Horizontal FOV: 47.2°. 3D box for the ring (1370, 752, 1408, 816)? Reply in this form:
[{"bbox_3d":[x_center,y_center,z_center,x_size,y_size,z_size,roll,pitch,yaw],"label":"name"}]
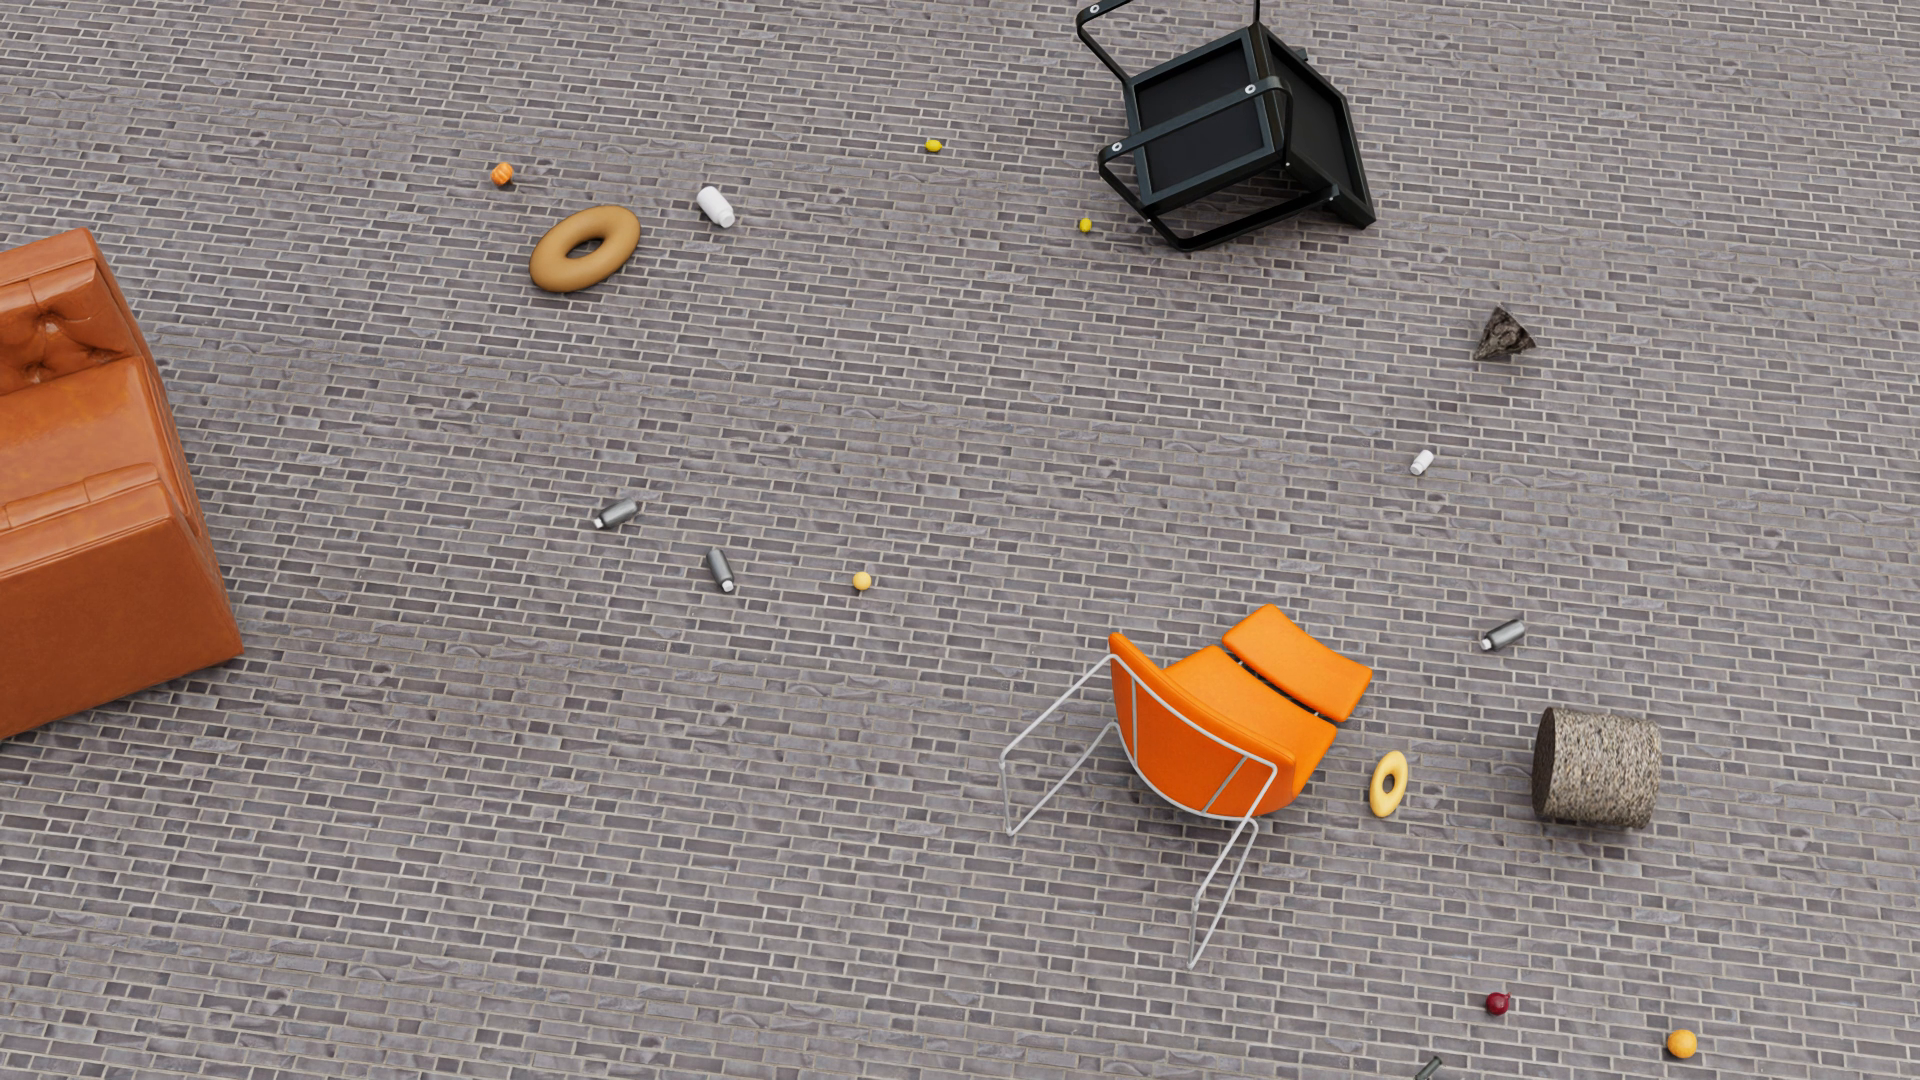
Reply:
[{"bbox_3d":[1.186,0.675,6.087,0.095,0.057,0.213,16,57,12],"label":"ring"}]

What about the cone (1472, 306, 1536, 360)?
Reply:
[{"bbox_3d":[1.685,-0.622,6.951,0.171,0.133,0.215,-38,42,3],"label":"cone"}]

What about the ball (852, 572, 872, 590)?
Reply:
[{"bbox_3d":[-0.288,0.120,6.460,0.055,0.055,0.055,0,56,0],"label":"ball"}]

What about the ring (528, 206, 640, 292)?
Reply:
[{"bbox_3d":[-1.218,-0.947,7.148,0.413,0.104,0.266,-39,63,-22],"label":"ring"}]

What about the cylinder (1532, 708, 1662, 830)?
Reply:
[{"bbox_3d":[1.727,0.620,5.980,0.278,0.296,0.297,7,81,5],"label":"cylinder"}]
